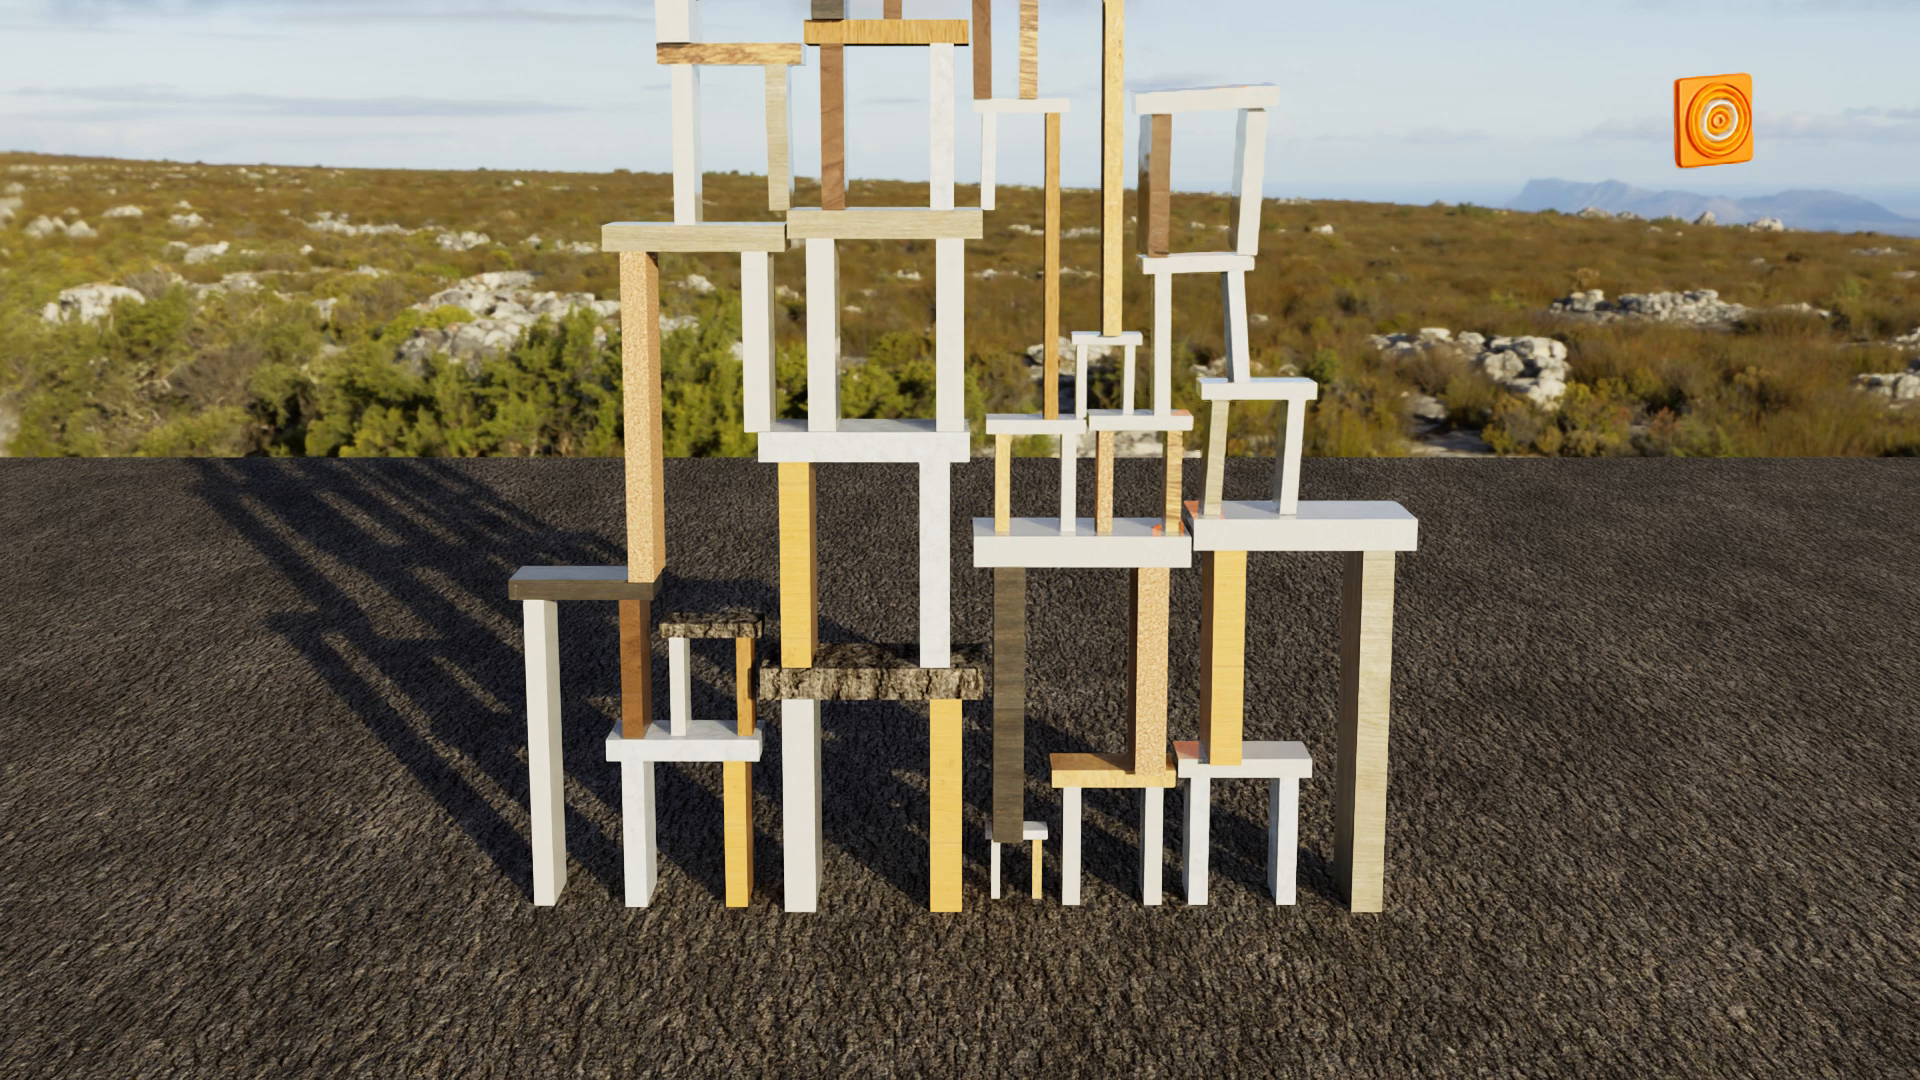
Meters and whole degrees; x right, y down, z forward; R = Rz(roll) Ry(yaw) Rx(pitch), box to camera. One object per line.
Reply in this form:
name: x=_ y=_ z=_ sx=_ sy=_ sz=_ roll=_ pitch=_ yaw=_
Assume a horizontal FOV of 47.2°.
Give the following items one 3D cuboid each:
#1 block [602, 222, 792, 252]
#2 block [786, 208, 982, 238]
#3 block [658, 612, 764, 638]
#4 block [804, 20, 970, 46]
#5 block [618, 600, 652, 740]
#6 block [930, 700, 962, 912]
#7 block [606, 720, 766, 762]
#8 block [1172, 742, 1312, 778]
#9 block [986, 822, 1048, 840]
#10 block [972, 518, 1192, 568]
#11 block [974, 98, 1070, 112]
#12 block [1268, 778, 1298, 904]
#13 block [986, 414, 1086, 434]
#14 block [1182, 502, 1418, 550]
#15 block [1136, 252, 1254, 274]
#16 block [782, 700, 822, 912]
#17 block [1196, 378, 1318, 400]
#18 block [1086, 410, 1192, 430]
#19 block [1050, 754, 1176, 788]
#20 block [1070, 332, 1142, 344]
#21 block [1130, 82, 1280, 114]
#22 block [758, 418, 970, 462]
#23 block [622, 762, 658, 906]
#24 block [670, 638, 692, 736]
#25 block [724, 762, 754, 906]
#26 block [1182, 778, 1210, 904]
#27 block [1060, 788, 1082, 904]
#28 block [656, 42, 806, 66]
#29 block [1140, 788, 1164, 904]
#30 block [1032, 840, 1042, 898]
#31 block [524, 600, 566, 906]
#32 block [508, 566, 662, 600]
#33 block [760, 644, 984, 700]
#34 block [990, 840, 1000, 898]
block: x=-0.412 y=-0.478 z=3.465 sx=0.282 sy=0.040 sz=0.141 roll=0 pitch=11 yaw=0
block: x=-0.116 y=-0.500 z=3.466 sx=0.301 sy=0.043 sz=0.151 roll=0 pitch=11 yaw=0
block: x=-0.404 y=0.139 z=3.588 sx=0.164 sy=0.023 sz=0.082 roll=0 pitch=11 yaw=0
block: x=-0.112 y=-0.786 z=3.409 sx=0.252 sy=0.036 sz=0.126 roll=0 pitch=11 yaw=0
block: x=-0.529 y=0.199 z=3.597 sx=0.033 sy=0.230 sz=0.115 roll=0 pitch=11 yaw=0
block: x=-0.023 y=0.414 z=3.639 sx=0.050 sy=0.356 sz=0.178 roll=0 pitch=11 yaw=0
block: x=-0.449 y=0.330 z=3.620 sx=0.248 sy=0.035 sz=0.124 roll=0 pitch=11 yaw=0
block: x=0.464 y=0.361 z=3.628 sx=0.217 sy=0.031 sz=0.108 roll=0 pitch=10 yaw=0
block: x=0.093 y=0.482 z=3.650 sx=0.103 sy=0.015 sz=0.051 roll=0 pitch=11 yaw=0
block: x=0.193 y=0.003 z=3.559 sx=0.344 sy=0.049 sz=0.172 roll=0 pitch=11 yaw=0
block: x=0.095 y=-0.677 z=3.429 sx=0.148 sy=0.021 sz=0.074 roll=0 pitch=11 yaw=0
block: x=0.536 y=0.483 z=3.651 sx=0.031 sy=0.217 sz=0.108 roll=0 pitch=11 yaw=0
block: x=0.120 y=-0.186 z=3.518 sx=0.157 sy=0.022 sz=0.079 roll=0 pitch=11 yaw=-1
block: x=0.545 y=-0.024 z=3.554 sx=0.352 sy=0.050 sz=0.176 roll=0 pitch=11 yaw=0
block: x=0.371 y=-0.440 z=3.480 sx=0.175 sy=0.025 sz=0.088 roll=-3 pitch=11 yaw=-3
block: x=-0.260 y=0.414 z=3.639 sx=0.050 sy=0.356 sz=0.178 roll=0 pitch=11 yaw=0
block: x=0.473 y=-0.243 z=3.521 sx=0.182 sy=0.026 sz=0.091 roll=0 pitch=10 yaw=0
block: x=0.286 y=-0.192 z=3.519 sx=0.164 sy=0.023 sz=0.082 roll=0 pitch=11 yaw=-1
block: x=0.250 y=0.379 z=3.626 sx=0.201 sy=0.028 sz=0.100 roll=0 pitch=11 yaw=0
block: x=0.233 y=-0.321 z=3.496 sx=0.111 sy=0.016 sz=0.055 roll=0 pitch=11 yaw=0
block: x=0.380 y=-0.687 z=3.420 sx=0.221 sy=0.031 sz=0.110 roll=-3 pitch=14 yaw=1
block: x=-0.151 y=-0.161 z=3.534 sx=0.332 sy=0.047 sz=0.166 roll=0 pitch=11 yaw=0
block: x=-0.531 y=0.469 z=3.645 sx=0.035 sy=0.247 sz=0.124 roll=0 pitch=11 yaw=0
block: x=-0.459 y=0.231 z=3.605 sx=0.023 sy=0.164 sz=0.082 roll=0 pitch=11 yaw=-1
block: x=-0.366 y=0.469 z=3.645 sx=0.035 sy=0.247 sz=0.124 roll=0 pitch=11 yaw=0
block: x=0.391 y=0.483 z=3.651 sx=0.031 sy=0.217 sz=0.108 roll=0 pitch=10 yaw=0
block: x=0.183 y=0.492 z=3.647 sx=0.028 sy=0.201 sz=0.100 roll=0 pitch=11 yaw=0
block: x=-0.353 y=-0.755 z=3.419 sx=0.221 sy=0.031 sz=0.111 roll=0 pitch=11 yaw=0
block: x=0.317 y=0.492 z=3.647 sx=0.028 sy=0.201 sz=0.100 roll=0 pitch=11 yaw=0
block: x=0.127 y=0.539 z=3.662 sx=0.015 sy=0.103 sz=0.051 roll=0 pitch=11 yaw=0
block: x=-0.683 y=0.338 z=3.623 sx=0.033 sy=0.513 sz=0.115 roll=0 pitch=11 yaw=0
block: x=-0.606 y=0.069 z=3.572 sx=0.230 sy=0.033 sz=0.115 roll=0 pitch=11 yaw=0
block: x=-0.141 y=0.214 z=3.602 sx=0.356 sy=0.050 sz=0.178 roll=0 pitch=11 yaw=0
block: x=0.059 y=0.539 z=3.662 sx=0.015 sy=0.103 sz=0.051 roll=0 pitch=11 yaw=0
